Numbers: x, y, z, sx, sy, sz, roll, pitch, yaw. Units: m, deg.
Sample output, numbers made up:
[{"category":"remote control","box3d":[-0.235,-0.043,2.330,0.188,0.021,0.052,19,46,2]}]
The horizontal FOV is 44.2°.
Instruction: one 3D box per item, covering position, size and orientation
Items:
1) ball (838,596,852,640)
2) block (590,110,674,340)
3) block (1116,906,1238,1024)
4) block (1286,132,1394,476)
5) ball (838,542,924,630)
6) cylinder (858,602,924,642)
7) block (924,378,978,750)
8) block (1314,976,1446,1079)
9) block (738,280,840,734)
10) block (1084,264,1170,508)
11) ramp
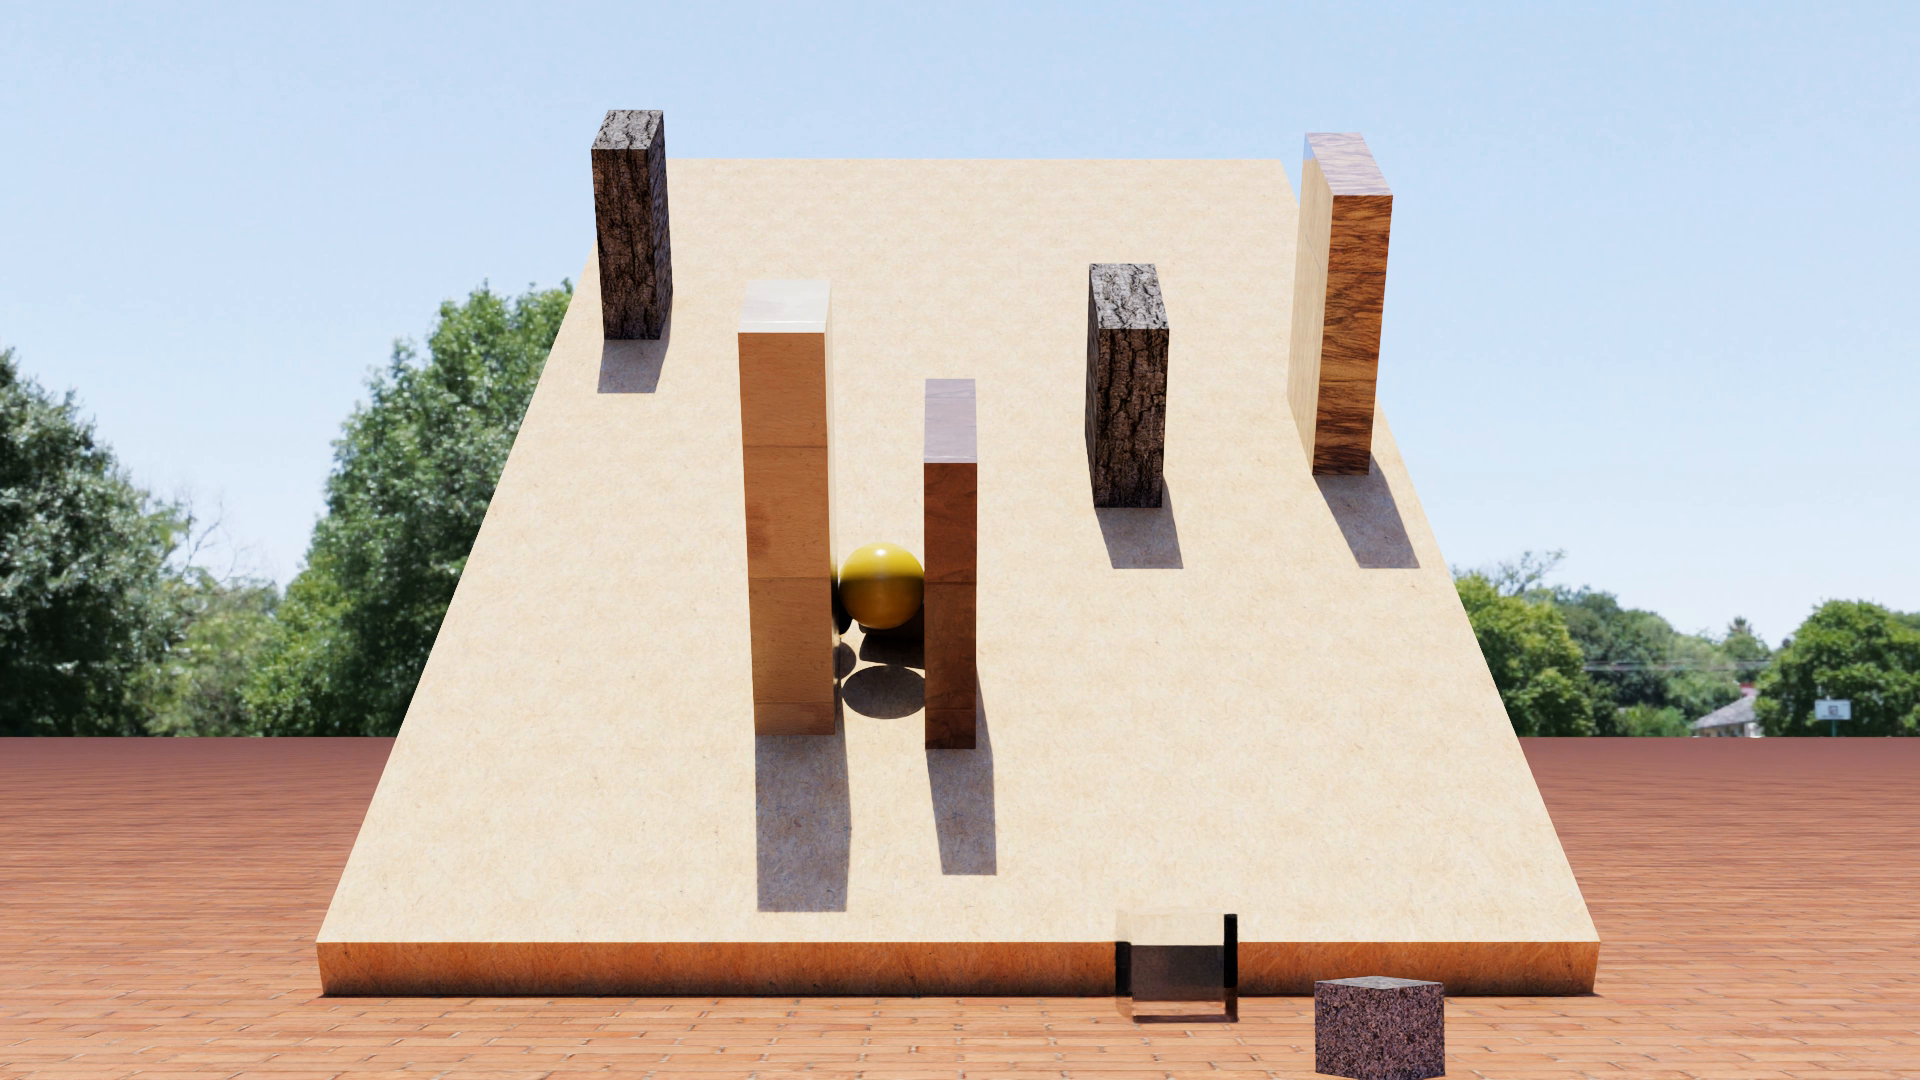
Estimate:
[{"category":"ball","box3d":[-0.280,0.131,4.488,0.159,0.159,0.159,0,-5,0]},{"category":"block","box3d":[-0.822,-0.796,5.960,0.139,0.493,0.332,0,27,0]},{"category":"block","box3d":[0.313,0.615,3.438,0.152,0.152,0.152,0,-5,-5]},{"category":"block","box3d":[0.838,-0.530,5.271,0.125,0.644,0.443,0,27,0]},{"category":"ball","box3d":[-0.145,0.084,4.397,0.164,0.164,0.164,0,-5,0]},{"category":"cylinder","box3d":[-0.115,0.124,4.536,0.130,0.130,0.130,8,-3,14]},{"category":"block","box3d":[-0.017,0.040,4.227,0.090,0.558,0.361,0,27,0]},{"category":"block","box3d":[0.507,0.590,2.860,0.109,0.109,0.109,4,-6,-38]},{"category":"block","box3d":[-0.295,-0.052,4.169,0.143,0.772,0.246,0,27,0]},{"category":"block","box3d":[0.359,-0.341,5.151,0.145,0.411,0.393,0,27,0]},{"category":"ramp","box3d":[-0.010,-0.227,5.492,2.000,0.100,4.000,0,27,0]}]
